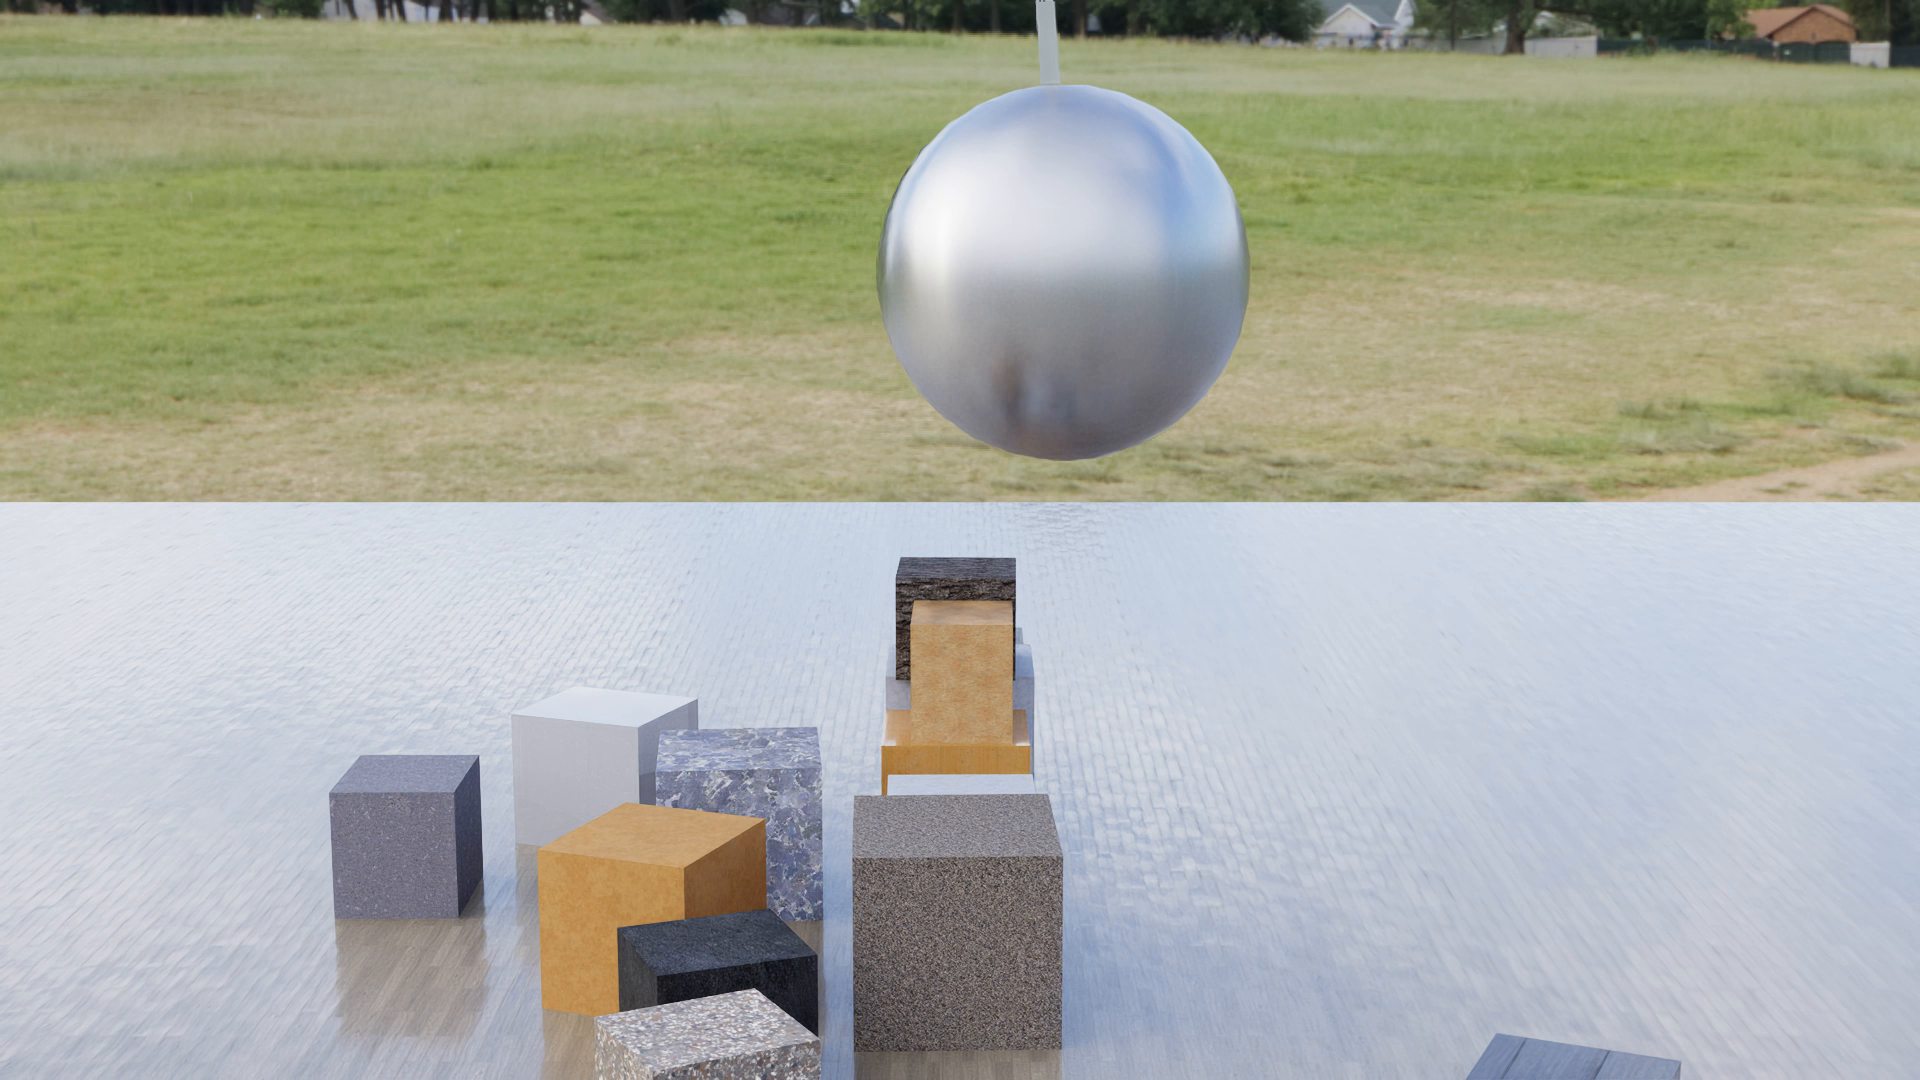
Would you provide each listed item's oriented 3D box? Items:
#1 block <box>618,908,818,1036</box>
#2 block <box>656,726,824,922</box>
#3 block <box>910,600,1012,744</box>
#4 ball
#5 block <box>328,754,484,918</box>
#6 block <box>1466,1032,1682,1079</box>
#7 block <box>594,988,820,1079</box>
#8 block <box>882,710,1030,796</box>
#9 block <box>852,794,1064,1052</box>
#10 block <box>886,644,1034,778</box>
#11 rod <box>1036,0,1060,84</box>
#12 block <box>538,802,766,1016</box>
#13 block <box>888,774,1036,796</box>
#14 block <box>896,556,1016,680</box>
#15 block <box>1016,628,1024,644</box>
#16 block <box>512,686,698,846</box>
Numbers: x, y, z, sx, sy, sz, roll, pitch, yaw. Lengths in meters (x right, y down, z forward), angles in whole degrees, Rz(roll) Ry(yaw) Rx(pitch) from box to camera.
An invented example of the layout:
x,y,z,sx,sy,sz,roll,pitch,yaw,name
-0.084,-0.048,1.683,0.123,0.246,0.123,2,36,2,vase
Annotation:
x,y,z,sx,sy,sz,roll,pitch,yaw,name
-0.851,1.656,8.985,0.567,0.527,0.535,-4,11,-21,block
-0.945,1.216,11.027,0.687,0.661,0.688,-1,10,-5,block
0.011,0.593,11.660,0.454,0.539,0.534,0,10,1,block
0.441,-1.140,10.973,1.600,1.600,1.600,0,10,0,ball
-2.374,1.270,11.045,0.520,0.550,0.601,0,10,0,block
1.767,1.879,7.517,0.550,0.614,0.605,5,11,24,block
-0.814,1.805,8.264,0.567,0.491,0.523,-5,12,-27,block
-0.021,1.131,11.776,0.661,0.561,0.658,0,10,0,block
-0.021,1.426,9.674,0.758,0.733,0.815,0,10,-2,block
0.000,0.932,12.426,0.699,0.720,0.691,0,10,0,block
0.191,-4.476,10.367,0.080,5.200,0.080,-4,10,1,rod
-1.176,1.437,9.909,0.619,0.628,0.685,4,11,21,block
0.006,1.343,10.420,0.600,0.629,0.639,0,10,-1,block
-0.014,0.368,12.161,0.557,0.485,0.521,0,10,1,block
0.004,0.840,13.133,0.640,0.648,0.713,0,10,0,block
-1.644,1.072,11.954,0.656,0.614,0.584,4,11,21,block
